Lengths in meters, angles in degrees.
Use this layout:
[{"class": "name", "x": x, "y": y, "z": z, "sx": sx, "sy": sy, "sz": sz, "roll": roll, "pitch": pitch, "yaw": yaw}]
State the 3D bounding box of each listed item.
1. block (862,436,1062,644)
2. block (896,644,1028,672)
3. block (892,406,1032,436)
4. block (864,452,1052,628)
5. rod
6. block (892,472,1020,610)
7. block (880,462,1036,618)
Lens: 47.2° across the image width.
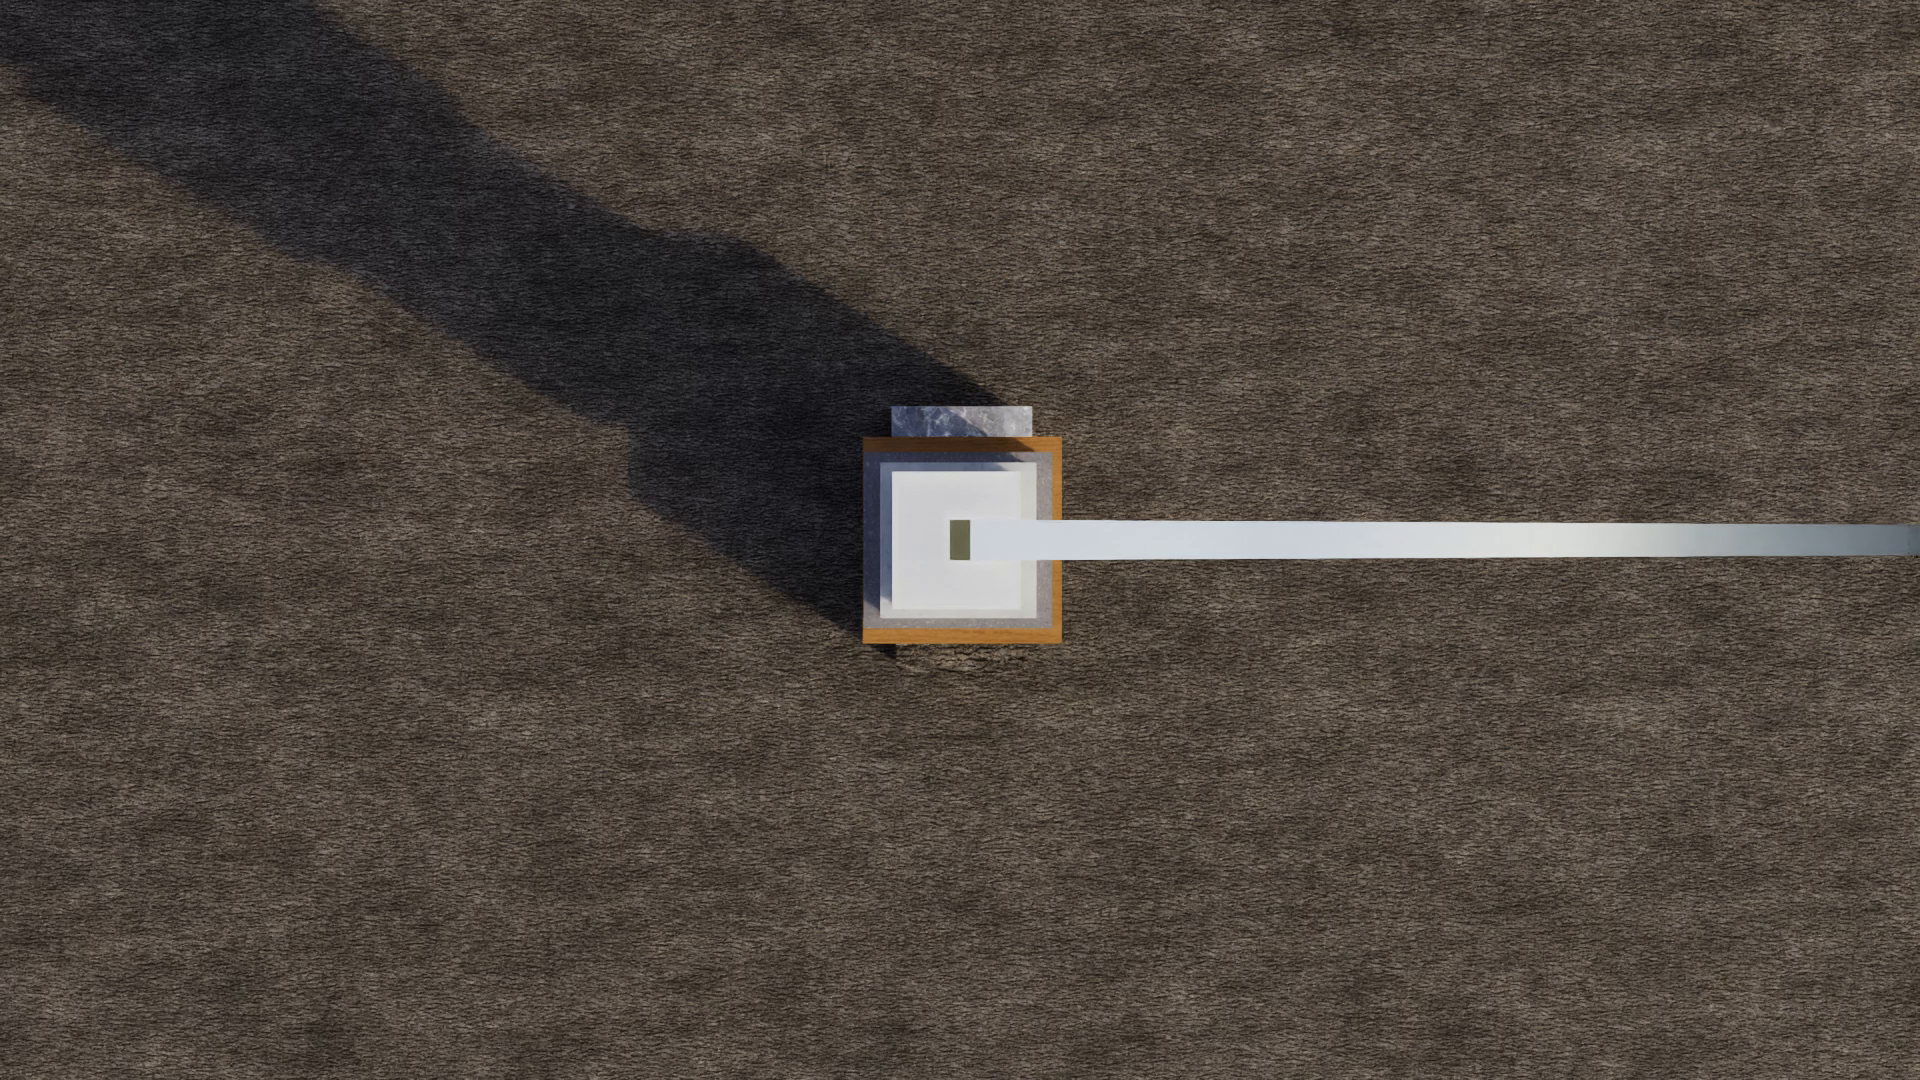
[{"class": "block", "x": 0.011, "y": 0.001, "z": 10.850, "sx": 0.945, "sy": 0.845, "sz": 0.981, "roll": 0, "pitch": 90, "yaw": 0}, {"class": "block", "x": 0.012, "y": 0.364, "z": 12.594, "sx": 0.730, "sy": 0.812, "sz": 0.743, "roll": 0, "pitch": 90, "yaw": 0}, {"class": "block", "x": 0.010, "y": -0.377, "z": 12.554, "sx": 0.776, "sy": 0.892, "sz": 0.719, "roll": 0, "pitch": 90, "yaw": 0}, {"class": "block", "x": -0.010, "y": 0.001, "z": 10.079, "sx": 0.836, "sy": 0.696, "sz": 0.781, "roll": 0, "pitch": 90, "yaw": 0}, {"class": "rod", "x": 2.234, "y": 0.000, "z": 5.689, "sx": 5.200, "sy": 0.080, "sz": 0.080, "roll": 0, "pitch": 90, "yaw": -31}, {"class": "block", "x": -0.015, "y": 0.002, "z": 8.873, "sx": 0.502, "sy": 0.550, "sz": 0.539, "roll": 0, "pitch": 90, "yaw": 0}, {"class": "block", "x": -0.007, "y": 0.001, "z": 9.440, "sx": 0.651, "sy": 0.583, "sz": 0.648, "roll": 0, "pitch": 90, "yaw": 0}]
